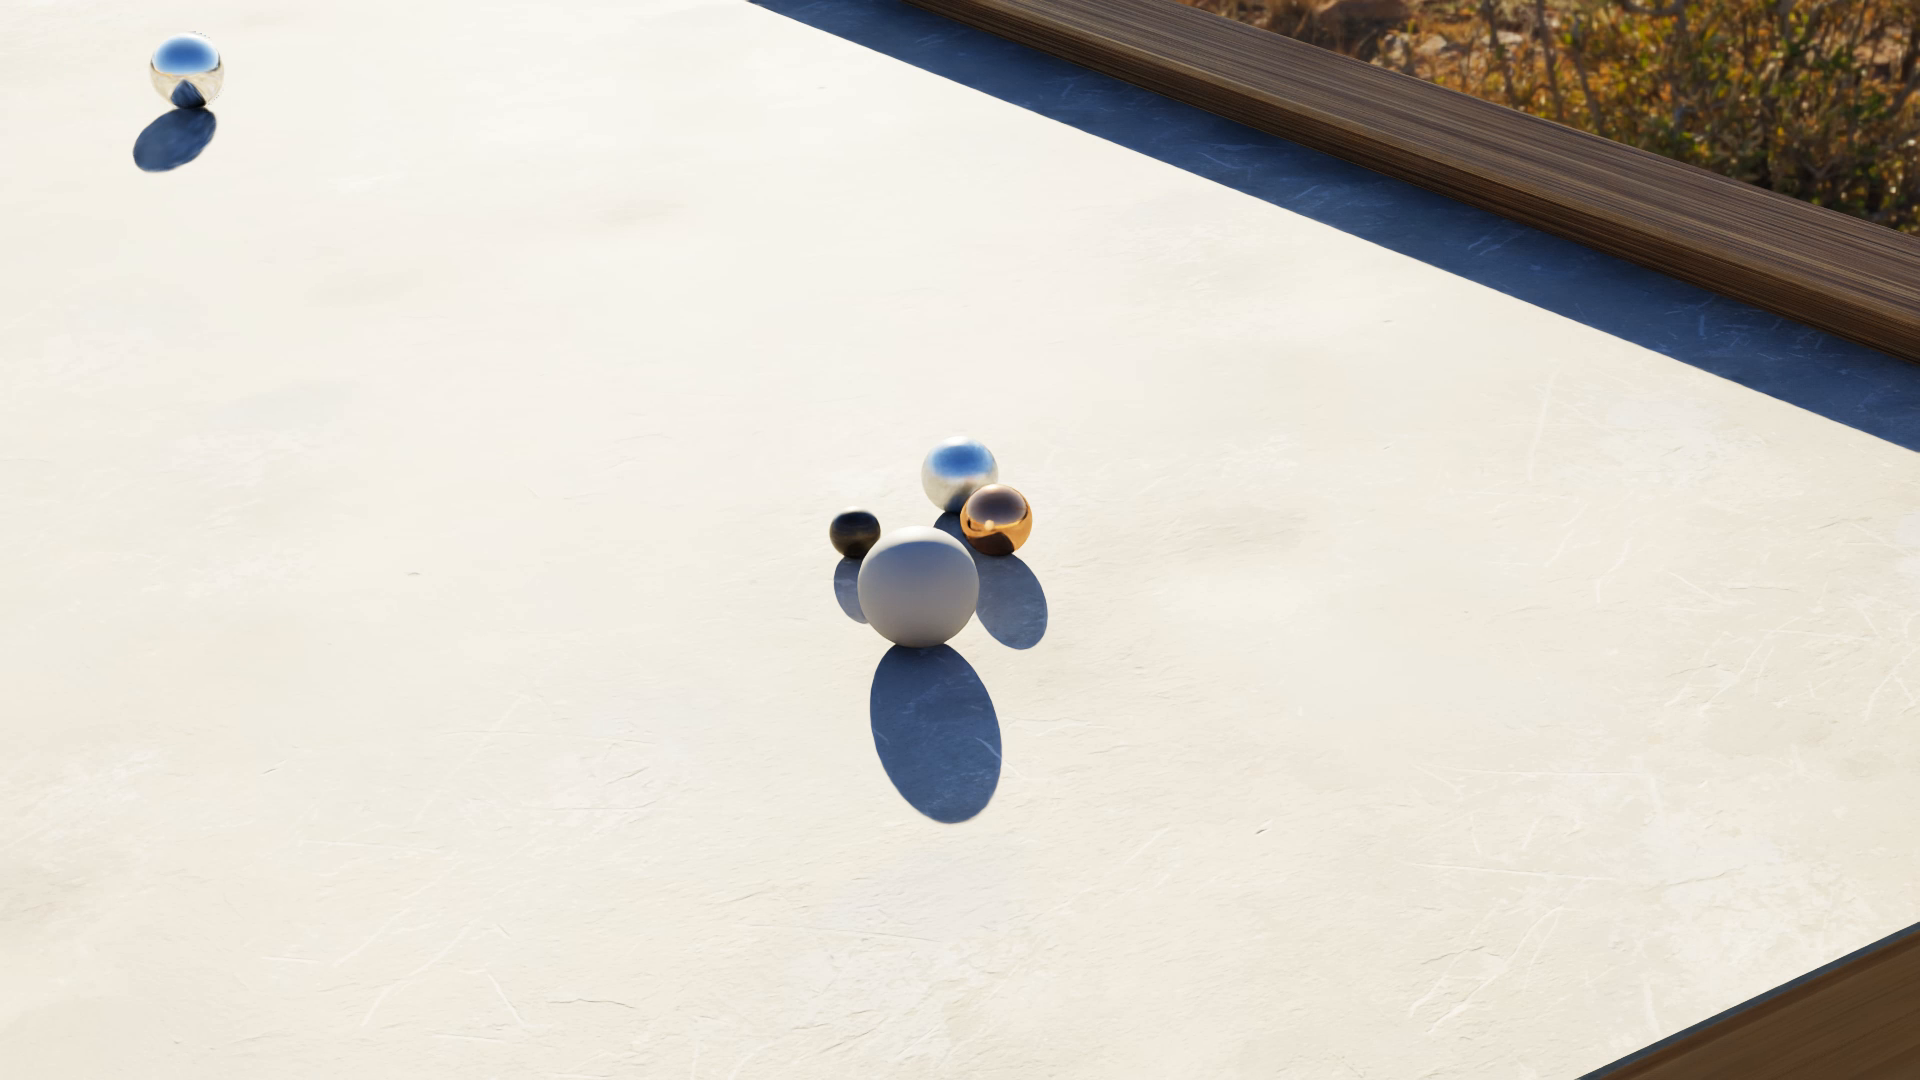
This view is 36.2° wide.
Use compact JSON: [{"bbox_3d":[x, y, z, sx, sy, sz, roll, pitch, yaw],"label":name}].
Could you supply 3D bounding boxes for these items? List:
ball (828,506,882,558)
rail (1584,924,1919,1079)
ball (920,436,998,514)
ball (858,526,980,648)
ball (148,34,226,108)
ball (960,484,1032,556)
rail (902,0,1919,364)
[{"bbox_3d":[-0.081,-0.006,2.276,0.041,0.041,0.041,0,24,0],"label":"ball"},{"bbox_3d":[0.477,0.256,1.595,1.951,0.115,0.045,-16,29,-31],"label":"rail"},{"bbox_3d":[0.000,-0.052,2.351,0.062,0.062,0.062,0,24,0],"label":"ball"},{"bbox_3d":[-0.030,0.034,2.128,0.089,0.089,0.089,0,24,0],"label":"ball"},{"bbox_3d":[-0.901,-0.546,3.428,0.087,0.087,0.087,0,24,0],"label":"ball"},{"bbox_3d":[0.028,-0.015,2.277,0.056,0.056,0.056,0,24,0],"label":"ball"},{"bbox_3d":[0.292,-0.536,3.367,0.045,0.115,3.449,-16,29,-31],"label":"rail"}]
